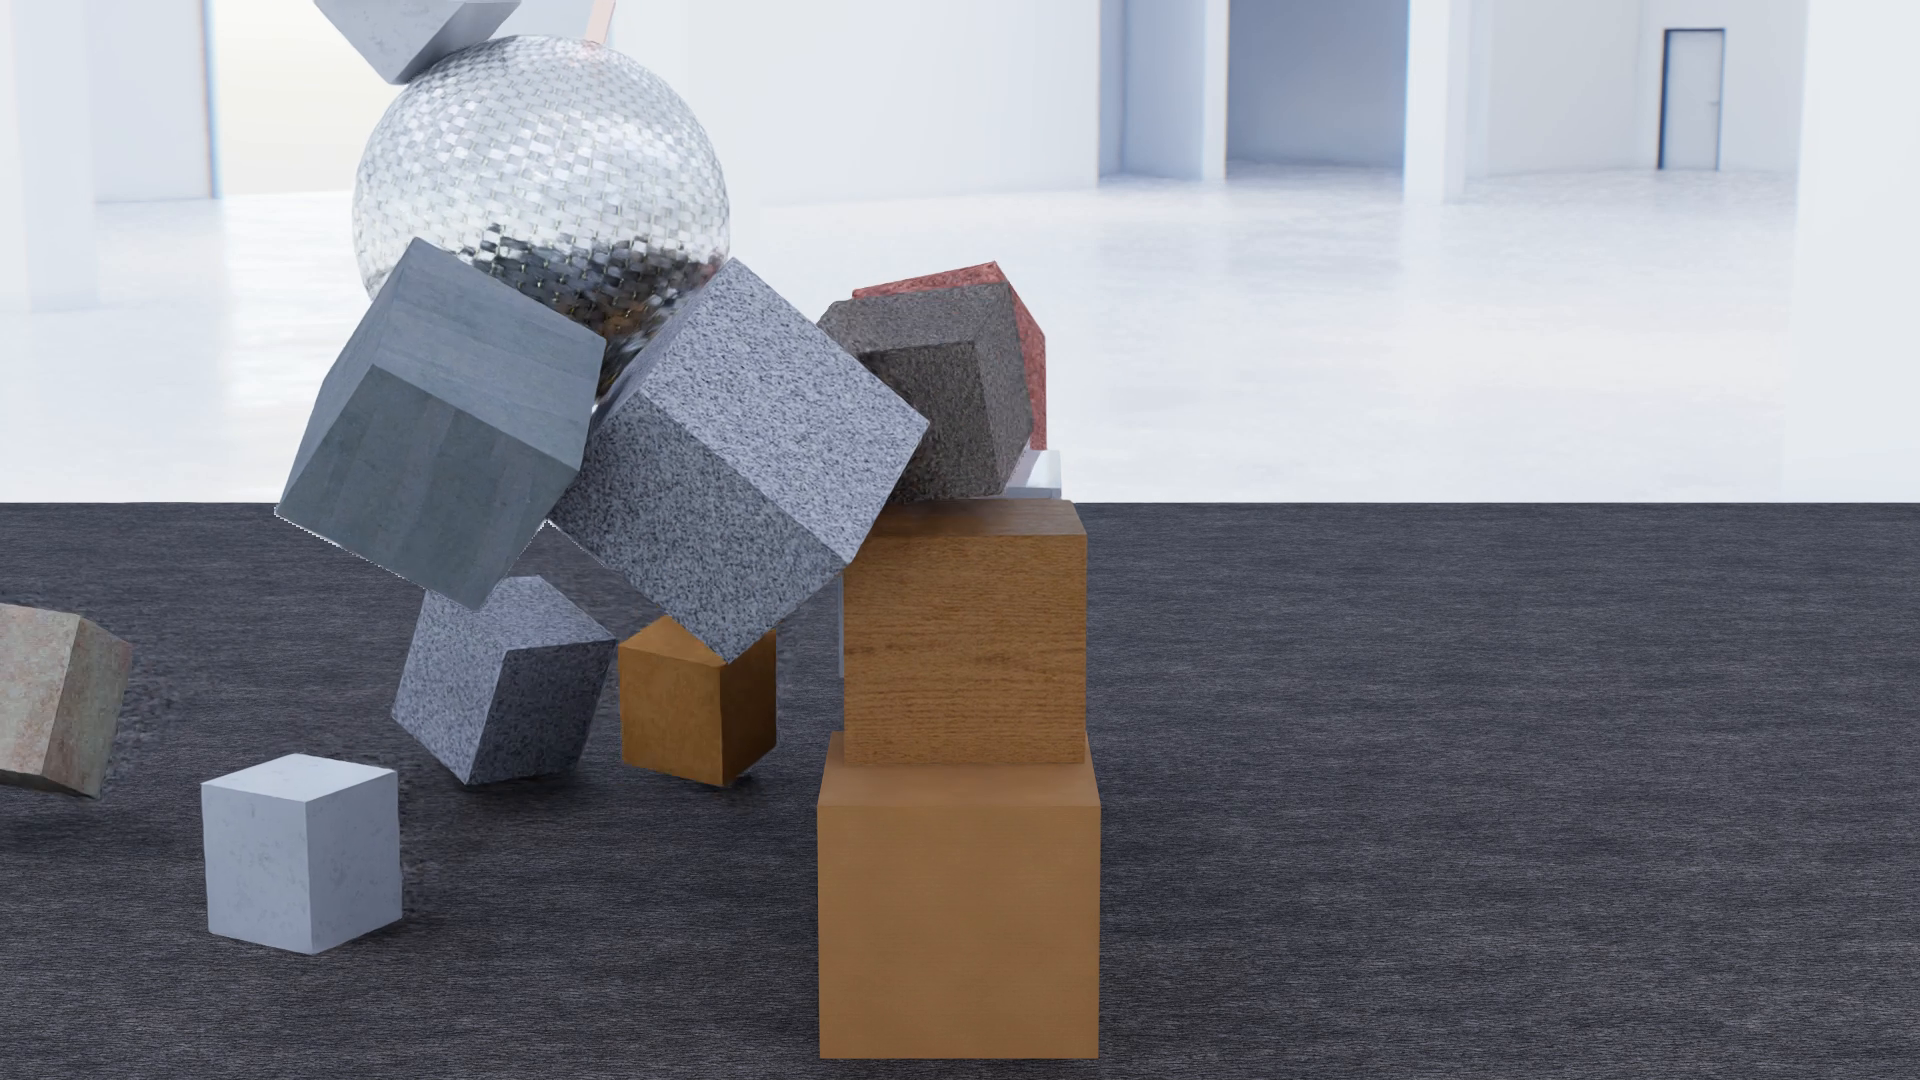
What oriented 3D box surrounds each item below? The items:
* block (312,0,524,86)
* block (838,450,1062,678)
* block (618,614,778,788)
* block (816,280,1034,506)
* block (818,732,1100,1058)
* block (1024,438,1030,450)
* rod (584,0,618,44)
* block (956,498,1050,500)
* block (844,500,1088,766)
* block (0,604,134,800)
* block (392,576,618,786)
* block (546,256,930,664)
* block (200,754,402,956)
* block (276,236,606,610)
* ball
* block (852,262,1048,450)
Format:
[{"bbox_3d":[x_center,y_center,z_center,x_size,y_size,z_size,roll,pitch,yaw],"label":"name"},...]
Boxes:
[{"bbox_3d":[-2.304,-2.329,10.875,0.559,0.559,0.583,-43,-1,16],"label":"block"},{"bbox_3d":[-0.033,0.092,11.639,0.971,0.856,0.900,0,12,2],"label":"block"},{"bbox_3d":[-1.304,0.779,12.818,0.579,0.643,0.538,10,23,24],"label":"block"},{"bbox_3d":[-0.180,-0.579,10.231,0.746,0.629,0.778,-5,21,14],"label":"block"},{"bbox_3d":[-0.004,1.314,9.699,1.006,0.945,1.055,0,10,0],"label":"block"},{"bbox_3d":[-0.012,-0.143,12.741,0.704,0.750,0.749,0,-27,0],"label":"block"},{"bbox_3d":[-0.769,-4.542,10.355,0.080,5.200,0.080,17,10,-3],"label":"rod"},{"bbox_3d":[0.004,0.293,10.796,0.765,0.807,0.801,0,11,1],"label":"block"},{"bbox_3d":[0.006,0.342,9.962,0.904,0.874,0.807,0,10,-2],"label":"block"},{"bbox_3d":[-4.421,0.732,11.952,0.765,0.745,0.694,8,-14,5],"label":"block"},{"bbox_3d":[-2.297,0.694,12.914,0.674,0.764,0.696,34,24,35],"label":"block"},{"bbox_3d":[-0.841,-0.287,9.447,0.825,0.955,0.829,-39,17,43],"label":"block"},{"bbox_3d":[-2.728,1.294,10.658,0.568,0.641,0.542,6,12,28],"label":"block"},{"bbox_3d":[-1.835,-0.416,9.160,0.782,0.757,0.814,28,33,-20],"label":"block"},{"bbox_3d":[-1.775,-1.347,10.936,1.600,1.600,1.600,0,10,0],"label":"ball"},{"bbox_3d":[-0.051,-0.800,13.229,0.784,0.862,0.780,-9,-28,18],"label":"block"}]
